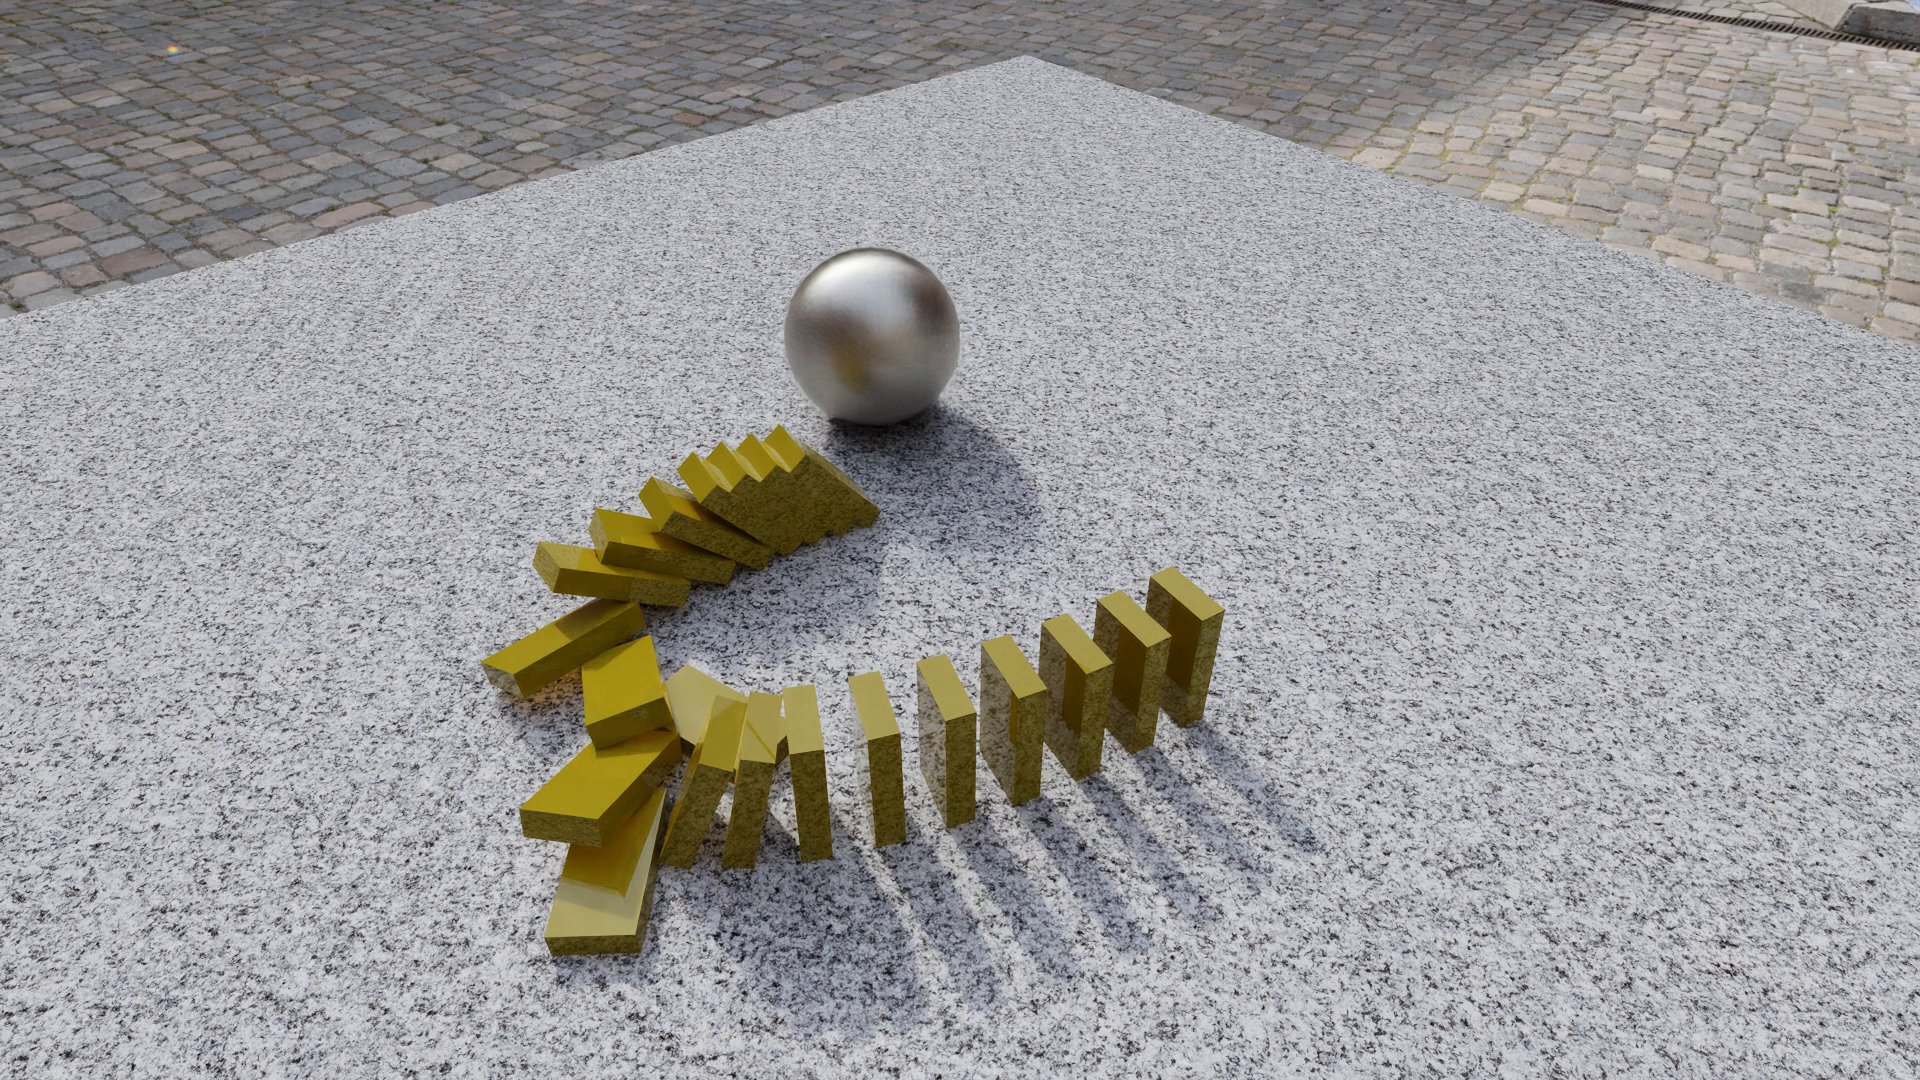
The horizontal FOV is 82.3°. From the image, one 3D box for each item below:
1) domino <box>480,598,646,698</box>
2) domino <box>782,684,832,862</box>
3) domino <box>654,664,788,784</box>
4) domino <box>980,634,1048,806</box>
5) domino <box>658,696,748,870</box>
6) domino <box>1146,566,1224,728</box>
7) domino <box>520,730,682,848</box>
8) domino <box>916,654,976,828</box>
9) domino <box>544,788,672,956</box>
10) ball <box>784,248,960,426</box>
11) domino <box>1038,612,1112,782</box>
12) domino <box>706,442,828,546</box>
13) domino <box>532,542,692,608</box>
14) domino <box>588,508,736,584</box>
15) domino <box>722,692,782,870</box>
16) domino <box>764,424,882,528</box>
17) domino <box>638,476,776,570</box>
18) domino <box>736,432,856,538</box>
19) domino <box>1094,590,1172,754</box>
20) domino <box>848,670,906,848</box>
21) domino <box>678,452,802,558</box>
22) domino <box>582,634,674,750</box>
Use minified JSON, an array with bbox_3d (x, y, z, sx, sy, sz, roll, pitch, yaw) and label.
[{"bbox_3d":[-0.140,0.037,0.390,0.025,0.009,0.050,7,31,43],"label":"domino"},{"bbox_3d":[-0.045,0.070,0.326,0.009,0.050,0.025,-6,40,-10],"label":"domino"},{"bbox_3d":[-0.081,0.062,0.367,0.050,0.010,0.025,23,44,25],"label":"domino"},{"bbox_3d":[0.016,0.057,0.342,0.010,0.050,0.025,-16,42,-19],"label":"domino"},{"bbox_3d":[-0.076,0.072,0.324,0.010,0.050,0.025,18,37,-13],"label":"domino"},{"bbox_3d":[0.073,0.036,0.367,0.010,0.050,0.025,-22,44,-24],"label":"domino"},{"bbox_3d":[-0.108,0.074,0.337,0.025,0.009,0.050,4,20,13],"label":"domino"},{"bbox_3d":[-0.004,0.062,0.336,0.010,0.050,0.025,-14,41,-16],"label":"domino"},{"bbox_3d":[-0.103,0.097,0.325,0.025,0.009,0.050,-1,39,-1],"label":"domino"},{"bbox_3d":[-0.040,-0.092,0.500,0.080,0.080,0.080,0,39,0],"label":"ball"},{"bbox_3d":[0.035,0.050,0.350,0.009,0.050,0.025,-19,43,-22],"label":"domino"},{"bbox_3d":[-0.076,-0.018,0.437,0.009,0.050,0.025,-47,48,4],"label":"domino"},{"bbox_3d":[-0.128,0.013,0.405,0.050,0.009,0.025,11,15,-41],"label":"domino"},{"bbox_3d":[-0.113,0.003,0.420,0.050,0.009,0.025,13,23,-35],"label":"domino"},{"bbox_3d":[-0.061,0.071,0.324,0.010,0.050,0.025,9,38,-10],"label":"domino"},{"bbox_3d":[-0.055,-0.026,0.446,0.010,0.050,0.025,-47,48,4],"label":"domino"},{"bbox_3d":[-0.097,-0.006,0.425,0.050,0.009,0.025,27,15,-47],"label":"domino"},{"bbox_3d":[-0.065,-0.022,0.441,0.009,0.050,0.025,-47,48,4],"label":"domino"},{"bbox_3d":[0.054,0.043,0.358,0.010,0.050,0.025,-21,44,-24],"label":"domino"},{"bbox_3d":[-0.025,0.066,0.330,0.009,0.050,0.025,-11,41,-13],"label":"domino"},{"bbox_3d":[-0.086,-0.013,0.432,0.010,0.050,0.025,-47,48,4],"label":"domino"},{"bbox_3d":[-0.112,0.050,0.368,0.025,0.010,0.050,-20,24,-13],"label":"domino"}]
